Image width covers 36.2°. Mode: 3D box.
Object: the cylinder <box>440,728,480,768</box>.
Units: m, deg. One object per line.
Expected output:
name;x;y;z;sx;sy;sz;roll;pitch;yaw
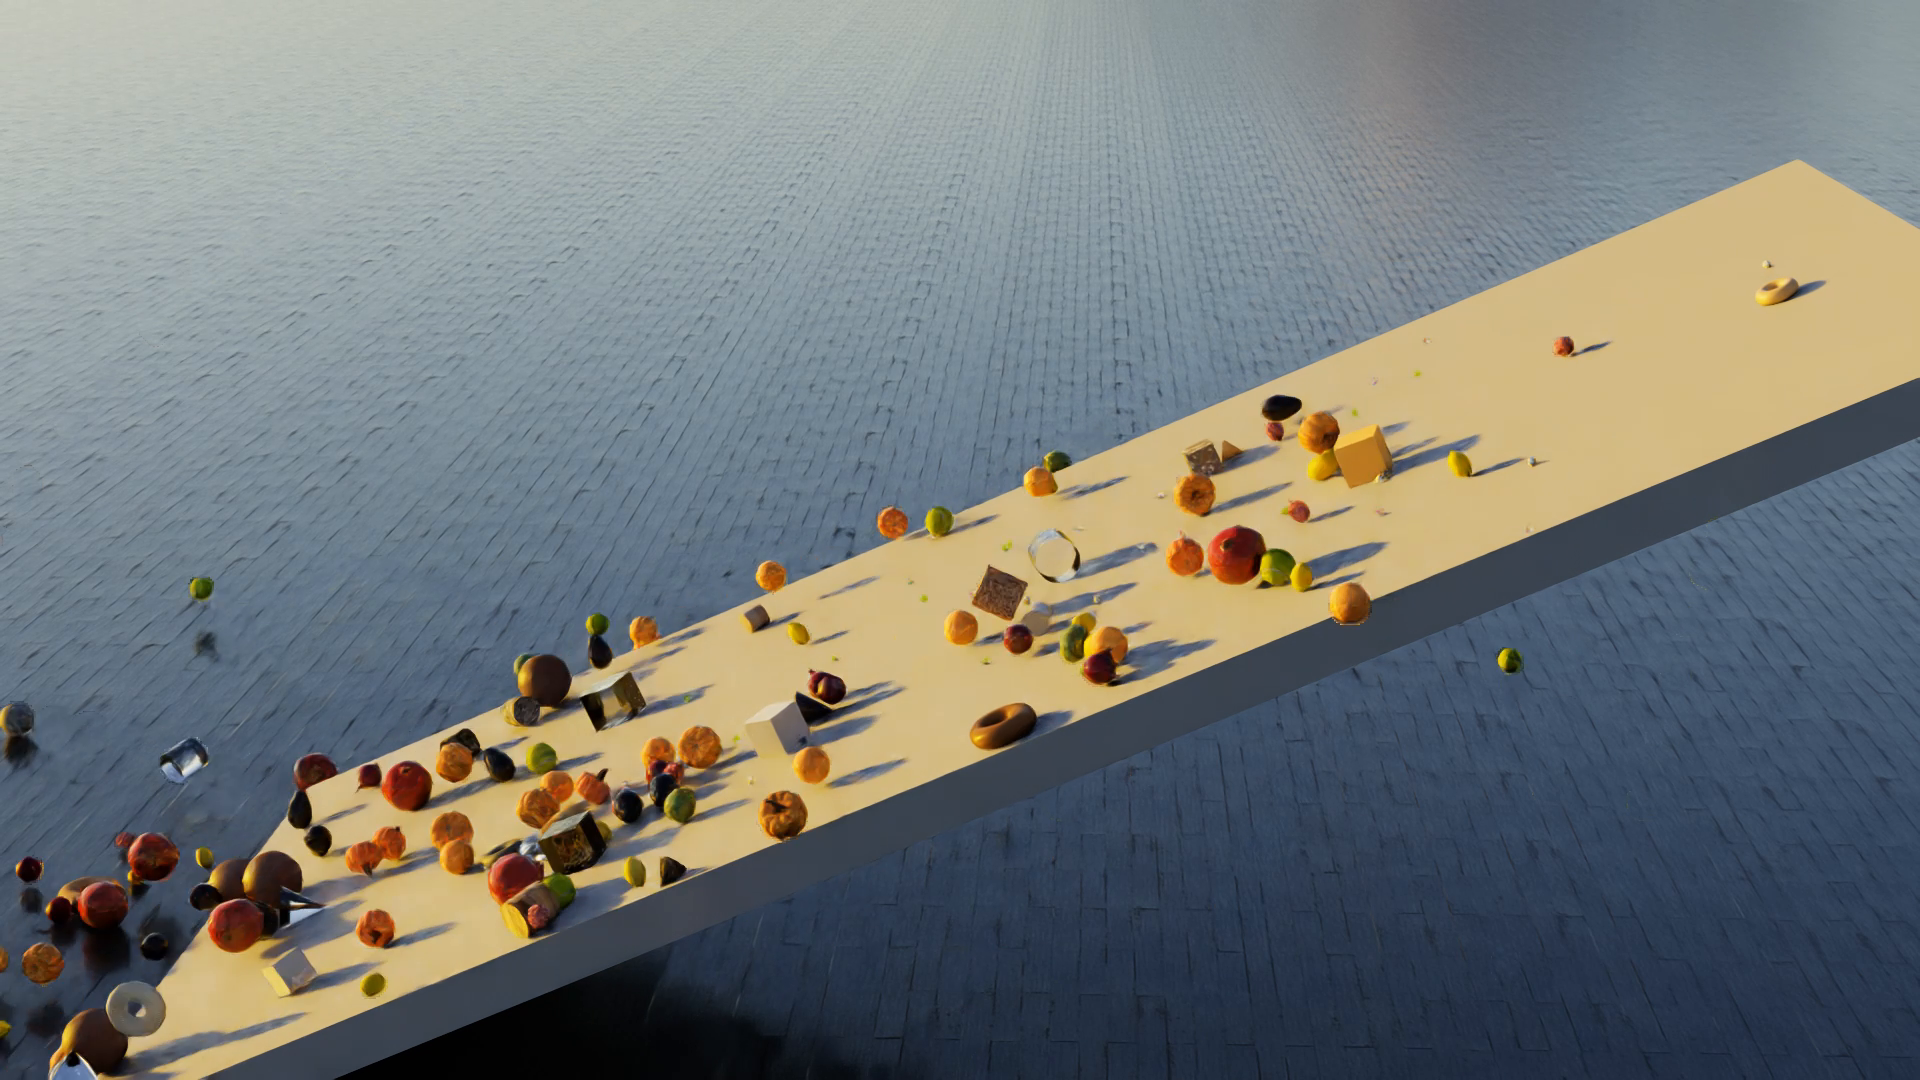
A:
cylinder;-1.197;0.497;7.046;0.070;0.070;0.070;-32;30;-29

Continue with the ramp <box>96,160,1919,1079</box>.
ramp;0.132;0.170;6.284;4.000;0.100;2.000;-23;13;8

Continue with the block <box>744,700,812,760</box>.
block;-0.368;0.383;5.937;0.083;0.083;0.083;-12;18;44

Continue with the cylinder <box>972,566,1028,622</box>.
cylinder;0.081;0.111;6.074;0.089;0.089;0.089;24;16;-1

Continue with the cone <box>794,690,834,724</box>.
cone;-0.299;0.350;6.049;0.081;0.081;0.081;1;15;-5

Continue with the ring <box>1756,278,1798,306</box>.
ring;1.637;-0.499;5.894;0.088;0.029;0.088;-25;16;8

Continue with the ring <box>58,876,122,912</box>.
ring;-2.071;0.843;7.000;0.149;0.050;0.149;-3;16;1

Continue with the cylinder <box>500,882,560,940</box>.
cylinder;-0.804;0.693;5.505;0.079;0.079;0.079;14;36;41

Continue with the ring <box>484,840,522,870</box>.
ring;-0.938;0.646;6.048;0.094;0.031;0.094;-25;9;4

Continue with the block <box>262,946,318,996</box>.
block;-1.328;0.855;5.823;0.066;0.066;0.066;-37;8;-36

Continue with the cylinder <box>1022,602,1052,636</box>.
cylinder;0.156;0.159;5.929;0.055;0.055;0.055;3;19;9

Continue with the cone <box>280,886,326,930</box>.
cone;-1.409;0.790;6.321;0.095;0.095;0.095;1;15;-10

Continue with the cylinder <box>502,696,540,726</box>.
cylinder;-1.061;0.414;7.115;0.070;0.070;0.070;-9;-1;-30

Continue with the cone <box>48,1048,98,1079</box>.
cone;-1.727;1.020;5.726;0.096;0.096;0.096;9;41;-8

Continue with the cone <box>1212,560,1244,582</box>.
cone;0.529;0.053;5.733;0.057;0.057;0.057;-23;20;-11

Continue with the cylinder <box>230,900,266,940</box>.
cylinder;-1.535;0.820;6.344;0.070;0.070;0.070;-3;5;-10

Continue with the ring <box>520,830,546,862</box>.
ring;-0.845;0.616;5.986;0.113;0.038;0.113;-23;14;6

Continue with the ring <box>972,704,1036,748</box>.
ring;0.079;0.340;5.375;0.128;0.043;0.128;-23;14;6

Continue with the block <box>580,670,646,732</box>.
block;-0.798;0.370;6.764;0.093;0.093;0.093;-18;14;28

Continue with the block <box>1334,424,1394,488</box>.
block;0.817;-0.170;5.960;0.087;0.087;0.087;-20;13;20

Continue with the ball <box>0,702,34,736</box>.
ball;-2.630;0.500;8.200;0.092;0.092;0.092;0;15;0

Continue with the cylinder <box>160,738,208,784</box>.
cylinder;-2.054;0.583;7.784;0.088;0.088;0.088;11;35;36

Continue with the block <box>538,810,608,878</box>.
block;-0.762;0.599;5.788;0.085;0.085;0.085;-20;13;19

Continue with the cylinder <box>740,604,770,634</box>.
cylinder;-0.491;0.187;7.023;0.052;0.052;0.052;-31;28;-25

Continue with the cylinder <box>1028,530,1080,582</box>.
cylinder;0.200;0.034;6.257;0.096;0.096;0.096;-2;12;-7

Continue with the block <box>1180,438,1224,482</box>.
block;0.540;-0.178;6.556;0.065;0.065;0.065;-25;13;-1

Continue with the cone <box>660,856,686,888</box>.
cone;-0.542;0.621;5.434;0.053;0.053;0.053;11;61;34
